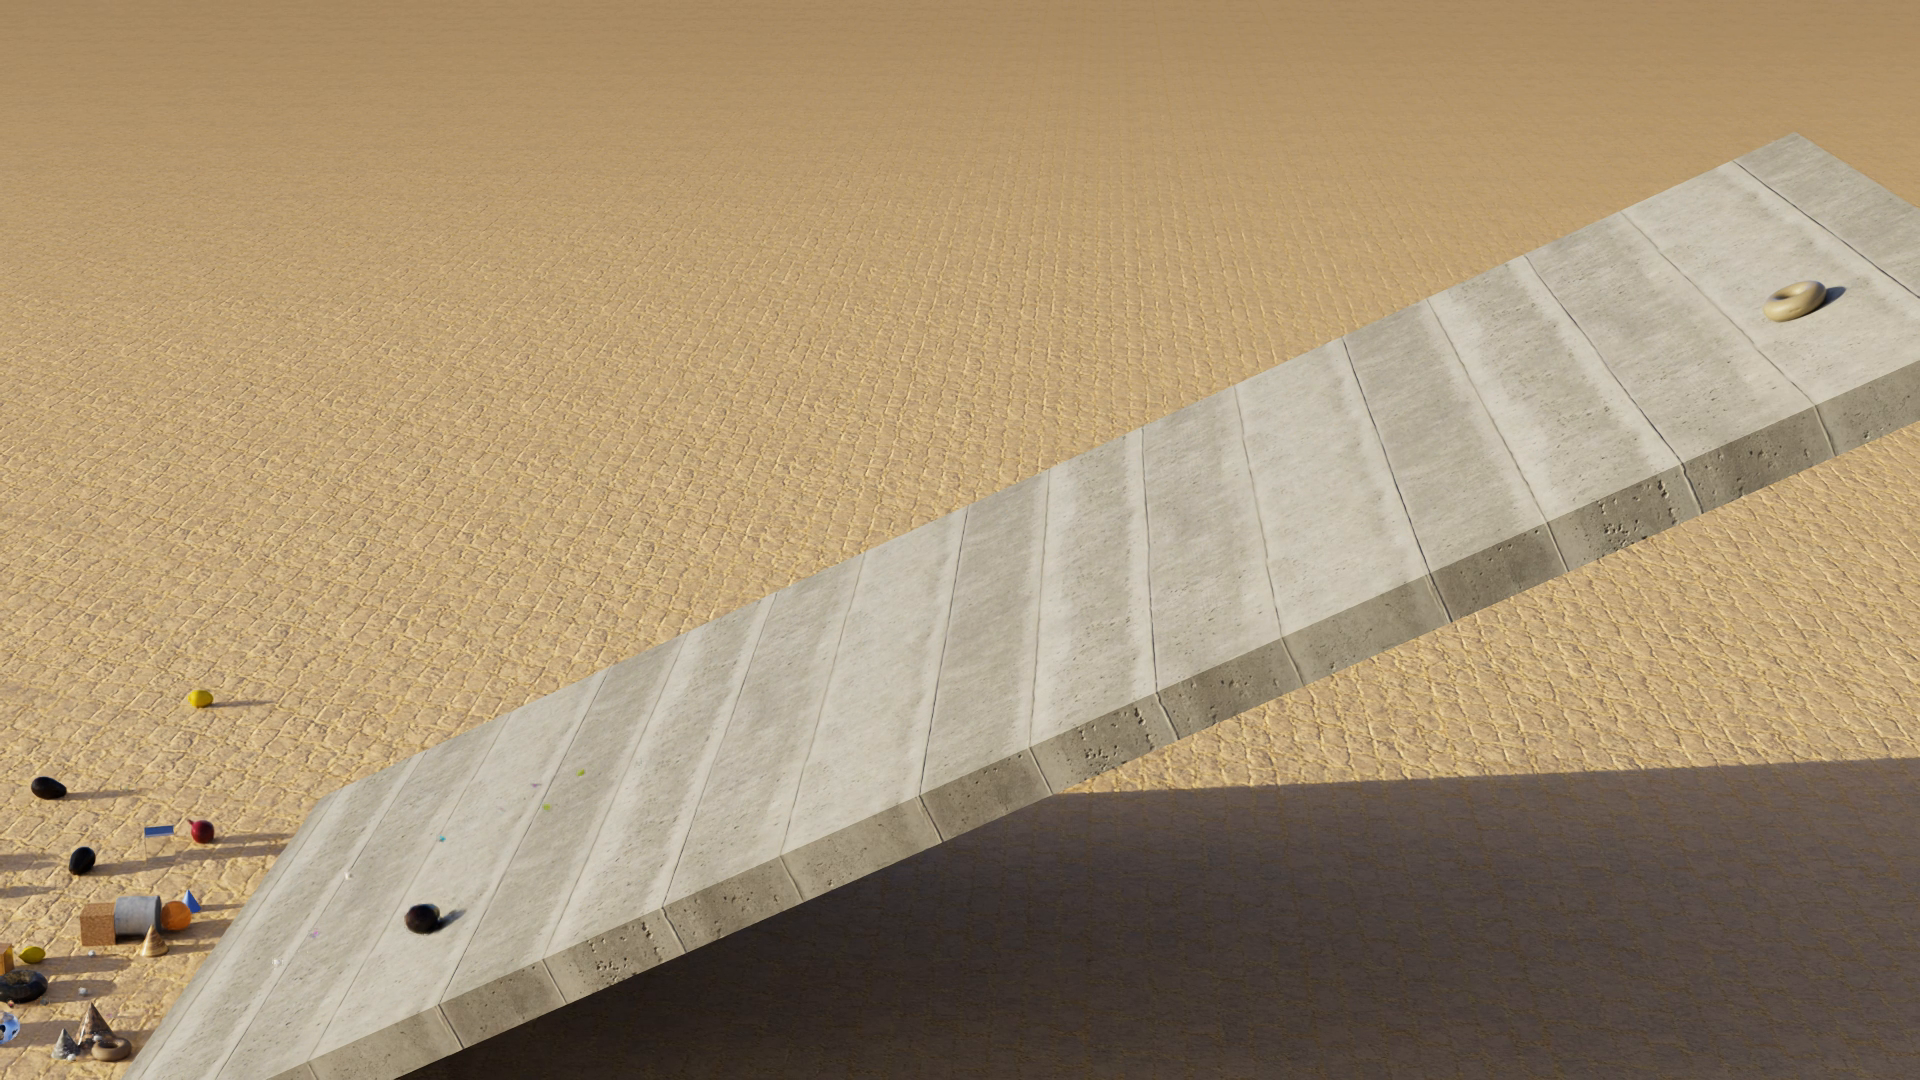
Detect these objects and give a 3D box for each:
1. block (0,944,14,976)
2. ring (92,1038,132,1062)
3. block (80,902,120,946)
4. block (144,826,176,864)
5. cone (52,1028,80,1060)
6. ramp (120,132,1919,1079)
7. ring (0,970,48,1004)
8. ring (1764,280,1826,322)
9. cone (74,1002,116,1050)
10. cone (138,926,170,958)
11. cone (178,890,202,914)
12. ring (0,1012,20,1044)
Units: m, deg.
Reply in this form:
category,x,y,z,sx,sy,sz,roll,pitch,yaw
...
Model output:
category,x,y,z,sx,sy,sz,roll,pitch,yaw
block,-2.202,0.961,6.713,0.062,0.062,0.062,0,16,1
ring,-1.821,1.093,6.313,0.083,0.028,0.083,1,17,0
block,-2.015,0.901,6.896,0.076,0.076,0.076,-2,16,-6
block,-2.008,0.765,7.384,0.071,0.071,0.071,-4,16,-15
cone,-1.922,1.074,6.316,0.061,0.061,0.061,0,16,0
ramp,0.136,0.168,6.282,4.000,0.100,2.000,-24,13,9
ring,-2.111,1.003,6.603,0.122,0.041,0.122,1,17,0
ring,1.590,-0.455,5.603,0.123,0.041,0.123,-24,14,7
cone,-1.879,1.042,6.374,0.092,0.092,0.092,0,16,0
cone,-1.874,0.923,6.829,0.070,0.070,0.070,0,16,0
cone,-1.853,0.863,7.069,0.054,0.054,0.054,0,16,0
ring,-2.108,1.063,6.394,0.124,0.041,0.124,-1,17,0
